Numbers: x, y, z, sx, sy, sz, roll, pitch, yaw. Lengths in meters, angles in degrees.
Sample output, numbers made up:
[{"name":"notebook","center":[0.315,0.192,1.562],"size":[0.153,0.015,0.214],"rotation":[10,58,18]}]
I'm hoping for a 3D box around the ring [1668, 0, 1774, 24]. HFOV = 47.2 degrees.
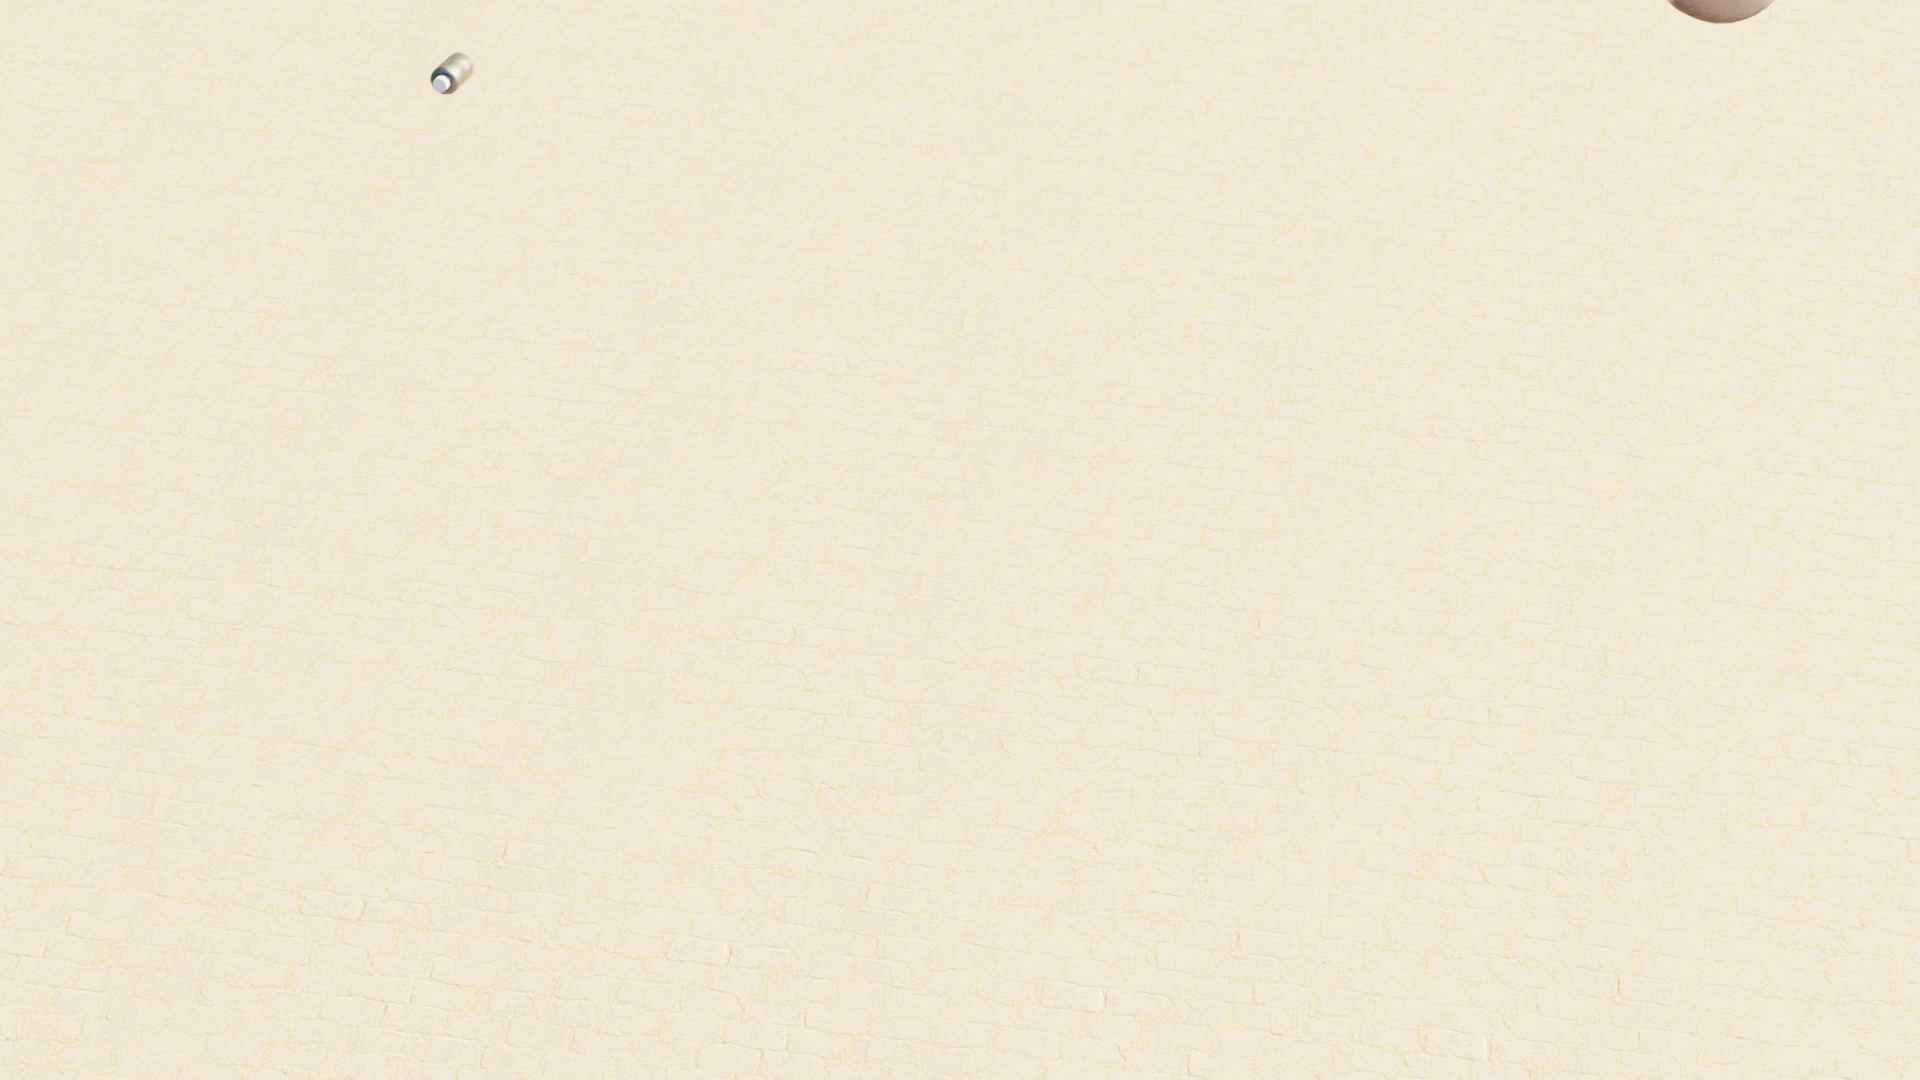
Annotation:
[{"name":"ring","center":[1.622,-1.333,4.690],"size":[0.436,0.066,0.466],"rotation":[-46,111,-7]}]
